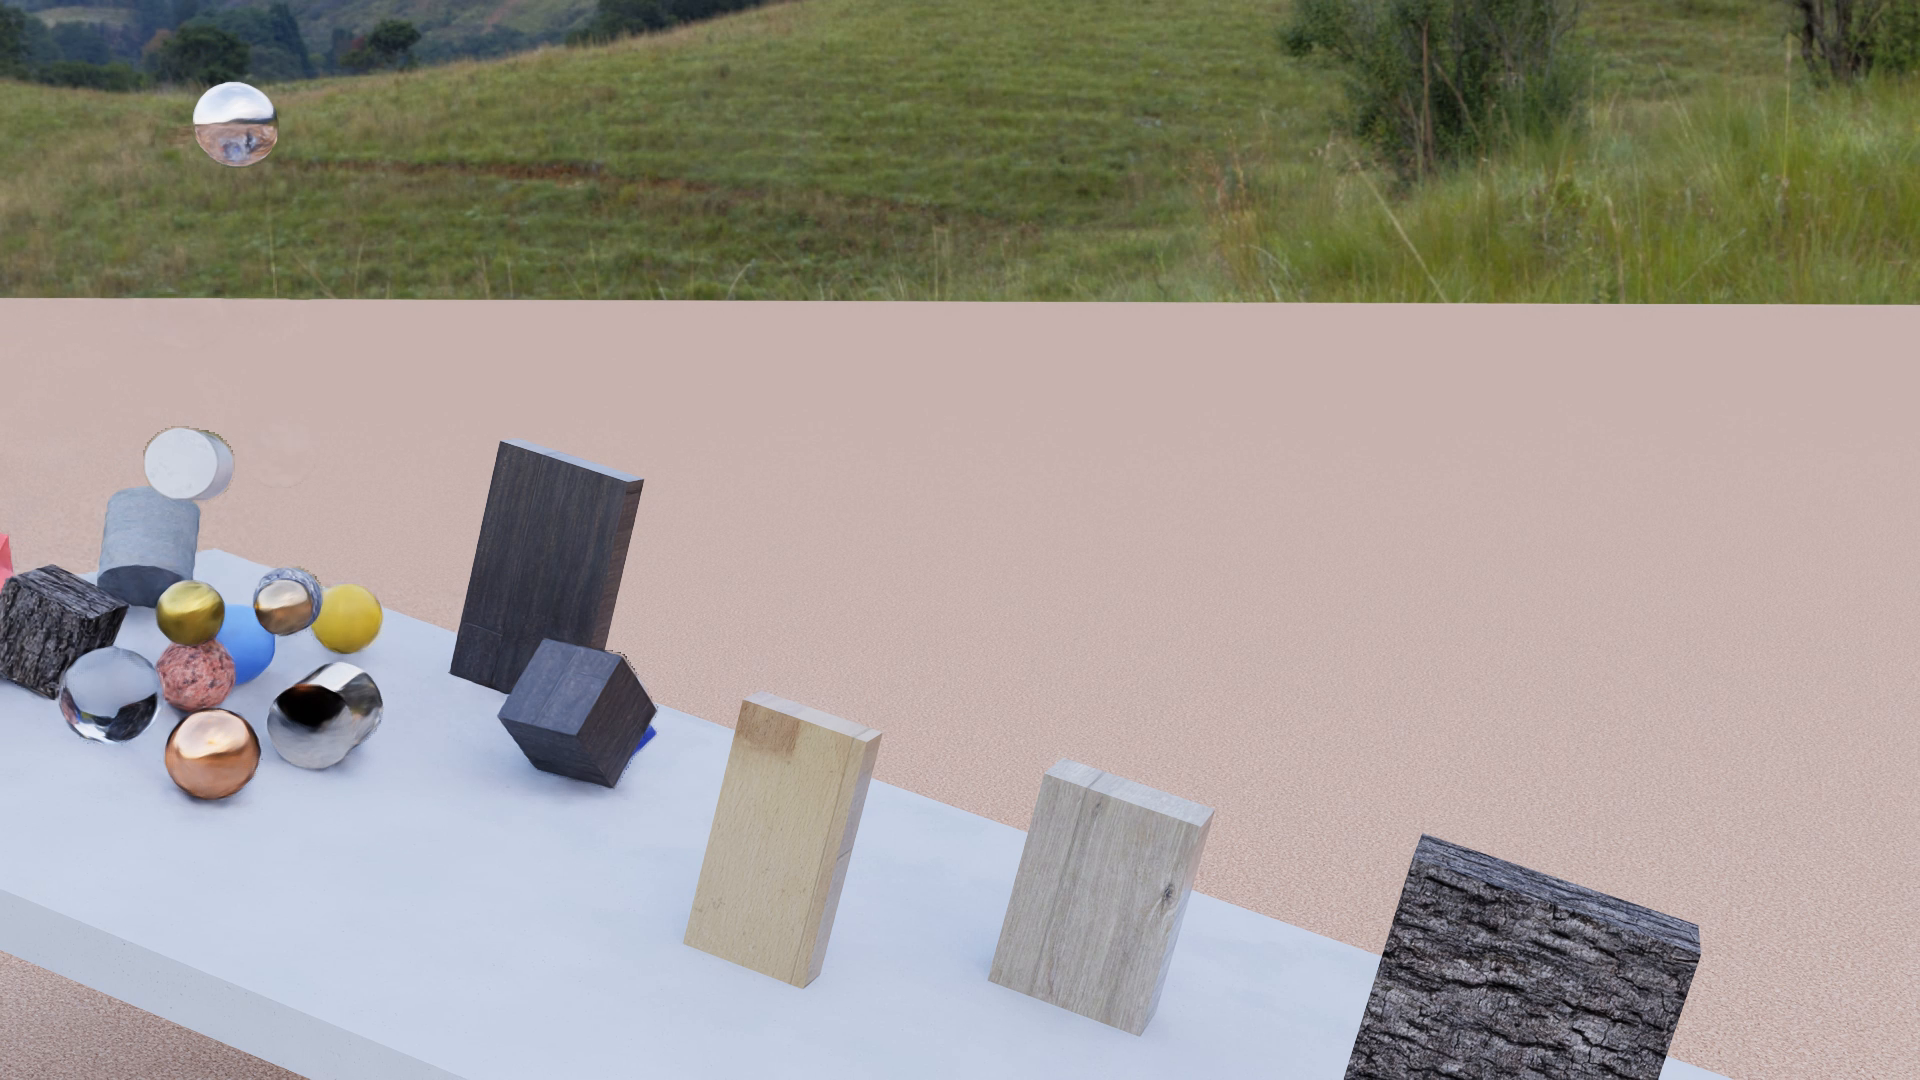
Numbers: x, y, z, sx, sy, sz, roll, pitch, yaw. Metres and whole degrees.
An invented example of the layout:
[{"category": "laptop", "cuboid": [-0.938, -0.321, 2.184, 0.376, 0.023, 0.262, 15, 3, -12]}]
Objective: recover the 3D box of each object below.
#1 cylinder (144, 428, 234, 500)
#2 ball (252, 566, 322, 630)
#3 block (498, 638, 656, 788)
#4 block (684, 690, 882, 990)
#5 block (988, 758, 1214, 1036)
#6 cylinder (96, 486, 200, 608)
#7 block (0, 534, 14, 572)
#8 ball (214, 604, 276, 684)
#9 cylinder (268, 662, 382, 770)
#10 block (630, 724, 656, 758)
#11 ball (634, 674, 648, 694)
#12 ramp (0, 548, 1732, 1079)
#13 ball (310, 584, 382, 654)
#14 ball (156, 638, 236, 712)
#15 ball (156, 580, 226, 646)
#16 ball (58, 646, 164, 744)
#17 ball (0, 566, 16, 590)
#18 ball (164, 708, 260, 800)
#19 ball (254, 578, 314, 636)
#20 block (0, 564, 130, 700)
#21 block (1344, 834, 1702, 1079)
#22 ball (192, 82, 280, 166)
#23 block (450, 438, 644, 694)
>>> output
[{"category": "cylinder", "cuboid": [-1.623, -0.158, 4.634, 0.146, 0.146, 0.146, -1, 0, -5]}, {"category": "ball", "cuboid": [-1.473, 0.132, 4.820, 0.146, 0.146, 0.146, 0, 7, 0]}, {"category": "block", "cuboid": [-0.803, 0.364, 4.623, 0.202, 0.202, 0.202, 10, -34, 26]}, {"category": "block", "cuboid": [-0.321, 0.539, 3.963, 0.242, 0.475, 0.086, 18, 11, 15]}, {"category": "block", "cuboid": [0.268, 0.675, 4.182, 0.309, 0.425, 0.141, 18, 11, 15]}, {"category": "cylinder", "cuboid": [-1.859, 0.017, 5.044, 0.203, 0.203, 0.203, -4, -29, -2]}, {"category": "block", "cuboid": [-2.119, 0.066, 4.704, 0.128, 0.128, 0.128, 10, 43, -6]}, {"category": "ball", "cuboid": [-1.558, 0.223, 4.716, 0.173, 0.173, 0.173, 0, 7, 0]}, {"category": "cylinder", "cuboid": [-1.277, 0.352, 4.427, 0.175, 0.175, 0.175, 0, 10, 3]}, {"category": "block", "cuboid": [-0.773, 0.404, 4.819, 0.128, 0.128, 0.128, -44, 40, -17]}, {"category": "ball", "cuboid": [-0.791, 0.371, 4.991, 0.168, 0.168, 0.168, 0, 7, 0]}, {"category": "ramp", "cuboid": [-0.386, 0.768, 4.246, 4.000, 0.100, 2.000, 18, 11, 15]}, {"category": "ball", "cuboid": [-1.426, 0.182, 5.114, 0.164, 0.164, 0.164, 0, 7, 0]}, {"category": "ball", "cuboid": [-1.564, 0.273, 4.500, 0.157, 0.157, 0.157, 0, 7, 0]}, {"category": "ball", "cuboid": [-1.549, 0.147, 4.429, 0.134, 0.134, 0.134, 0, 7, 0]}, {"category": "ball", "cuboid": [-1.626, 0.298, 4.213, 0.187, 0.187, 0.187, 0, 7, 0]}, {"category": "ball", "cuboid": [-2.010, 0.138, 4.526, 0.181, 0.181, 0.181, 0, 7, 0]}, {"category": "ball", "cuboid": [-1.387, 0.397, 4.084, 0.169, 0.169, 0.169, 0, 7, 0]}, {"category": "ball", "cuboid": [-1.360, 0.135, 4.423, 0.114, 0.114, 0.114, 0, 7, 0]}, {"category": "block", "cuboid": [-1.832, 0.183, 4.442, 0.181, 0.181, 0.181, 27, 11, 1]}, {"category": "block", "cuboid": [0.781, 0.846, 3.270, 0.415, 0.704, 0.148, 18, 11, 15]}, {"category": "ball", "cuboid": [-1.592, -0.914, 4.837, 0.182, 0.182, 0.182, 0, 7, 0]}, {"category": "block", "cuboid": [-0.964, 0.087, 5.119, 0.334, 0.572, 0.085, 18, 11, 15]}]
